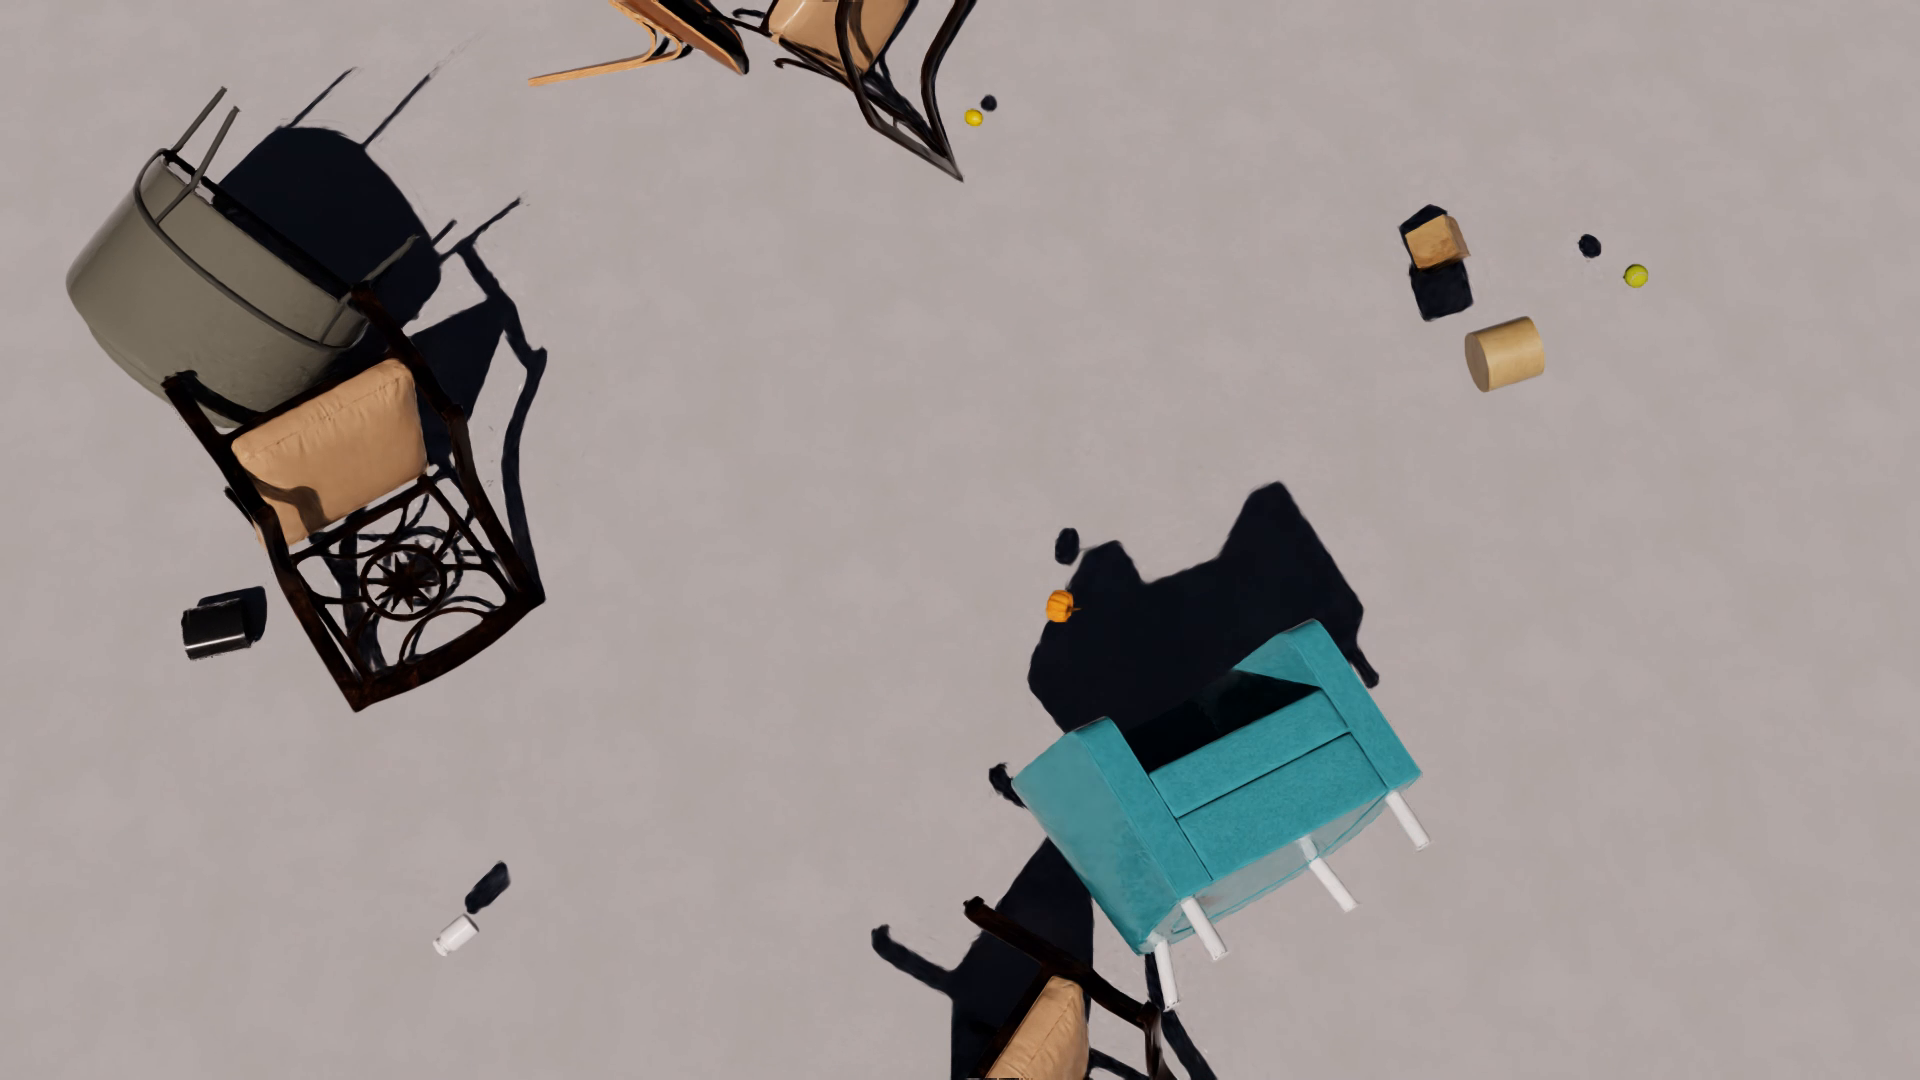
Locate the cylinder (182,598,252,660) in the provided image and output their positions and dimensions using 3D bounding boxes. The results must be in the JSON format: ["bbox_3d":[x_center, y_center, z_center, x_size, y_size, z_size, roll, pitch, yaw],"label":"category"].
[{"bbox_3d":[-2.137,0.254,6.328,0.166,0.116,0.184,-12,40,-8],"label":"cylinder"}]

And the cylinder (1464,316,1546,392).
[{"bbox_3d":[1.456,-0.497,5.881,0.156,0.172,0.162,-17,59,-3],"label":"cylinder"}]

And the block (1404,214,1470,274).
[{"bbox_3d":[1.534,-0.948,7.067,0.101,0.142,0.134,-1,69,-53],"label":"block"}]
